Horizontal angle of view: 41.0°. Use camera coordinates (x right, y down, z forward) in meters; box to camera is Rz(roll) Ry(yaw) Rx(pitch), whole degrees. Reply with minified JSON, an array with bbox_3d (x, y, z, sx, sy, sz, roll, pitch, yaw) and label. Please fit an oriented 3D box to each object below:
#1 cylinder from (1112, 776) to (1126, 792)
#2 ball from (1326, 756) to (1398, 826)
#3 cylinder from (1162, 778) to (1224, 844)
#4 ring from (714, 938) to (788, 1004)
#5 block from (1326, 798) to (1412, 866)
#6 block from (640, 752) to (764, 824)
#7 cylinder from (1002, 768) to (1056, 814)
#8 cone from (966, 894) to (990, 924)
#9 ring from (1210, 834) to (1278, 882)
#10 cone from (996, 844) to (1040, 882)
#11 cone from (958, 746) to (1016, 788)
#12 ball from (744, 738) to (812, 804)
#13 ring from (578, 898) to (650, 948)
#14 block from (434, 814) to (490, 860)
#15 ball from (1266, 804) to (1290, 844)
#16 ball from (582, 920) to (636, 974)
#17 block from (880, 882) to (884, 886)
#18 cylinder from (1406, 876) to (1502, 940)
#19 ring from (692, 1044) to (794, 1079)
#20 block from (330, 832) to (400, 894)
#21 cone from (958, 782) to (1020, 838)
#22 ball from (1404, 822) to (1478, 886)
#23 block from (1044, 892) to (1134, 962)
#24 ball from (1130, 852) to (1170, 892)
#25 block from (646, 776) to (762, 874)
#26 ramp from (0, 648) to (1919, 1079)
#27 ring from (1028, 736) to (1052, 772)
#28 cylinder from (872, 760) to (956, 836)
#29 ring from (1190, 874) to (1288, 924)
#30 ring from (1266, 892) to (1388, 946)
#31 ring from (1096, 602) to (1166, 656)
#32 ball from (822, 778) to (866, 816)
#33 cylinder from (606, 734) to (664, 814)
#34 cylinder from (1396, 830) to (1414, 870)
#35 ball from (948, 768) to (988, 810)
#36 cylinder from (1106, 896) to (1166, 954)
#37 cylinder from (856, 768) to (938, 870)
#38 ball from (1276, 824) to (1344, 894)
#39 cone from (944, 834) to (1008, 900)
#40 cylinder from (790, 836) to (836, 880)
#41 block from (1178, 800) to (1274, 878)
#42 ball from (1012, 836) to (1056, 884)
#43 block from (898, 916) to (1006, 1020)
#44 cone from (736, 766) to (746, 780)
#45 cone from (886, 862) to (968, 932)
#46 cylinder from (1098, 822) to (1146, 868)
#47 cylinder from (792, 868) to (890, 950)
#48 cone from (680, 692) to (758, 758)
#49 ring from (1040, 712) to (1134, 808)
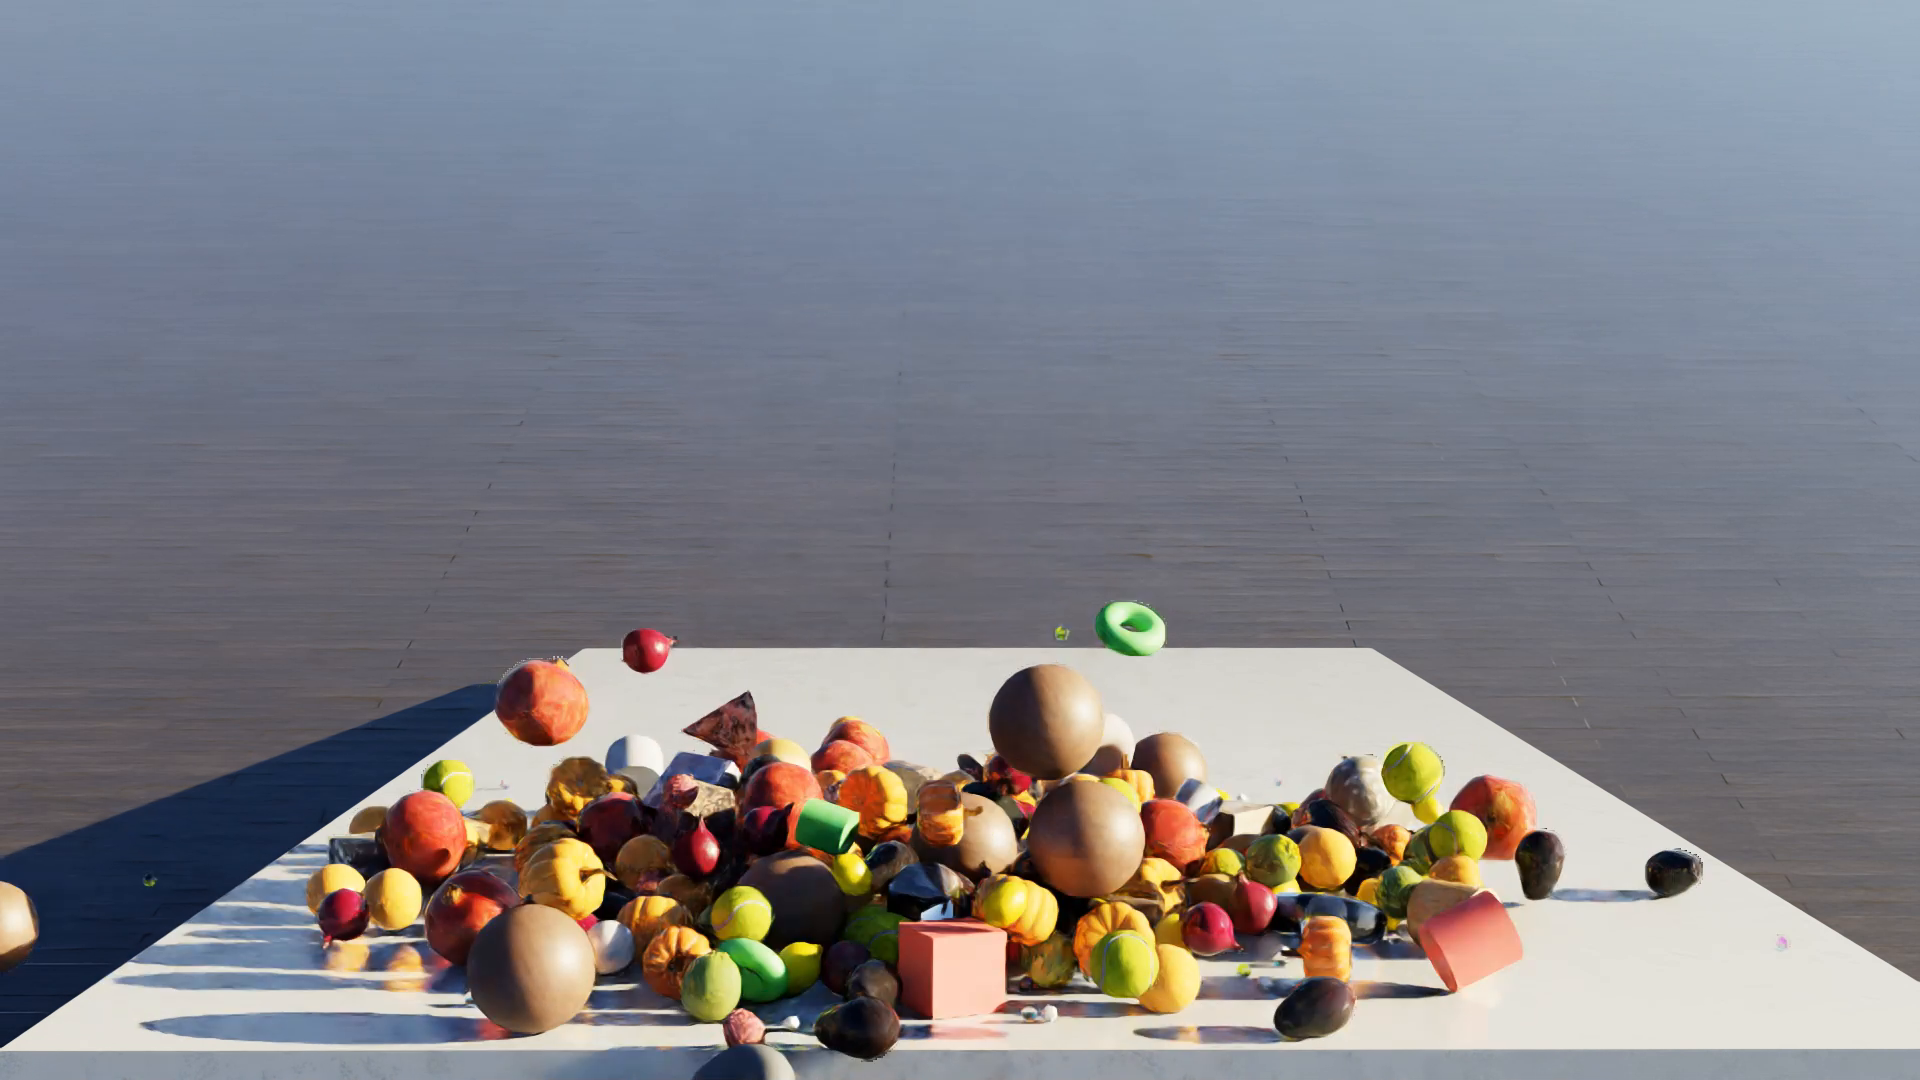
[{"bbox_3d":[0.221,0.349,4.048,0.073,0.073,0.073,-1,35,-3],"label":"cylinder"},{"bbox_3d":[0.520,0.326,3.331,0.092,0.092,0.092,0,21,0],"label":"ball"},{"bbox_3d":[0.305,0.355,3.364,0.060,0.060,0.060,15,58,34],"label":"cylinder"},{"bbox_3d":[-0.221,0.454,2.711,0.087,0.087,0.029,9,43,23],"label":"ring"},{"bbox_3d":[0.567,0.401,3.566,0.084,0.084,0.084,-1,4,-22],"label":"block"},{"bbox_3d":[-0.347,0.359,3.455,0.098,0.098,0.098,6,47,37],"label":"block"},{"bbox_3d":[0.104,0.368,3.766,0.060,0.060,0.060,4,18,40],"label":"cylinder"},{"bbox_3d":[0.018,0.427,2.974,0.068,0.068,0.068,20,44,-20],"label":"cone"},{"bbox_3d":[0.372,0.421,3.352,0.094,0.031,0.094,-12,39,10],"label":"ring"},{"bbox_3d":[0.080,0.427,3.331,0.050,0.050,0.050,16,25,18],"label":"cone"},{"bbox_3d":[0.058,0.345,4.009,0.087,0.087,0.087,-36,36,-26],"label":"cone"},{"bbox_3d":[-0.246,0.313,3.475,0.091,0.091,0.091,0,21,0],"label":"ball"},{"bbox_3d":[-0.398,0.441,2.957,0.088,0.088,0.029,9,56,21],"label":"ring"},{"bbox_3d":[-0.690,0.412,3.563,0.051,0.051,0.051,13,-2,-37],"label":"block"},{"bbox_3d":[0.447,0.408,3.688,0.056,0.056,0.056,0,21,0],"label":"ball"},{"bbox_3d":[-0.387,0.449,2.829,0.060,0.060,0.060,0,21,0],"label":"ball"},{"bbox_3d":[-0.123,0.442,3.101,0.053,0.053,0.053,0,-1,9],"label":"block"},{"bbox_3d":[0.573,0.437,2.978,0.079,0.079,0.079,13,24,42],"label":"cylinder"},{"bbox_3d":[-0.212,0.536,2.410,0.137,0.046,0.137,-28,35,22],"label":"ring"},{"bbox_3d":[-0.779,0.423,3.364,0.065,0.065,0.065,-3,4,-43],"label":"block"},{"bbox_3d":[0.023,0.372,3.309,0.085,0.085,0.085,17,36,-13],"label":"cone"},{"bbox_3d":[0.605,0.402,3.230,0.094,0.094,0.094,0,21,0],"label":"ball"},{"bbox_3d":[0.146,0.438,2.913,0.064,0.064,0.064,8,-4,42],"label":"block"},{"bbox_3d":[0.248,0.431,3.333,0.052,0.052,0.052,0,21,0],"label":"ball"},{"bbox_3d":[-0.331,0.367,3.316,0.099,0.099,0.099,20,-11,-23],"label":"block"},{"bbox_3d":[0.048,0.438,4.532,2.000,0.100,4.000,0,3,0],"label":"ramp"},{"bbox_3d":[0.145,0.357,4.019,0.037,0.111,0.111,-33,14,16],"label":"ring"},{"bbox_3d":[-0.073,0.381,3.792,0.100,0.100,0.100,-12,8,-28],"label":"cylinder"},{"bbox_3d":[0.346,0.439,3.144,0.130,0.043,0.130,9,1,0],"label":"ring"},{"bbox_3d":[0.425,0.439,2.981,0.143,0.048,0.143,9,-12,2],"label":"ring"},{"bbox_3d":[0.206,0.107,3.098,0.087,0.029,0.087,9,36,-6],"label":"ring"},{"bbox_3d":[-0.159,0.390,3.742,0.088,0.088,0.088,0,21,0],"label":"ball"},{"bbox_3d":[-0.495,0.357,3.917,0.087,0.087,0.087,-3,28,-8],"label":"cylinder"},{"bbox_3d":[0.613,0.418,3.398,0.053,0.053,0.053,21,16,-15],"label":"cylinder"},{"bbox_3d":[0.012,0.363,3.726,0.061,0.061,0.061,0,21,0],"label":"ball"},{"bbox_3d":[0.200,0.444,2.970,0.062,0.062,0.062,1,20,21],"label":"cylinder"},{"bbox_3d":[-0.086,0.373,3.443,0.096,0.096,0.096,9,33,-6],"label":"cylinder"},{"bbox_3d":[0.436,0.398,3.204,0.086,0.086,0.086,0,21,0],"label":"ball"},{"bbox_3d":[0.027,0.424,3.258,0.082,0.082,0.082,-9,-22,-4],"label":"cone"},{"bbox_3d":[-0.185,0.398,3.243,0.055,0.055,0.055,3,-23,1],"label":"cylinder"},{"bbox_3d":[0.358,0.404,3.456,0.091,0.091,0.091,3,4,42],"label":"block"},{"bbox_3d":[0.094,0.422,3.383,0.063,0.063,0.063,0,21,0],"label":"ball"},{"bbox_3d":[-0.009,0.449,2.704,0.085,0.085,0.085,-1,3,-27],"label":"block"},{"bbox_3d":[-0.381,0.391,3.976,0.077,0.077,0.077,16,25,36],"label":"cone"},{"bbox_3d":[-0.025,0.399,2.843,0.095,0.095,0.095,-6,-10,-16],"label":"cone"},{"bbox_3d":[0.221,0.414,3.488,0.051,0.051,0.051,13,-16,31],"label":"cylinder"},{"bbox_3d":[-0.139,0.432,3.017,0.084,0.084,0.084,-15,11,-34],"label":"cylinder"},{"bbox_3d":[-0.341,0.262,3.573,0.099,0.099,0.099,-3,21,-17],"label":"cone"},{"bbox_3d":[0.177,0.306,3.571,0.150,0.150,0.050,-13,37,-31],"label":"ring"}]
